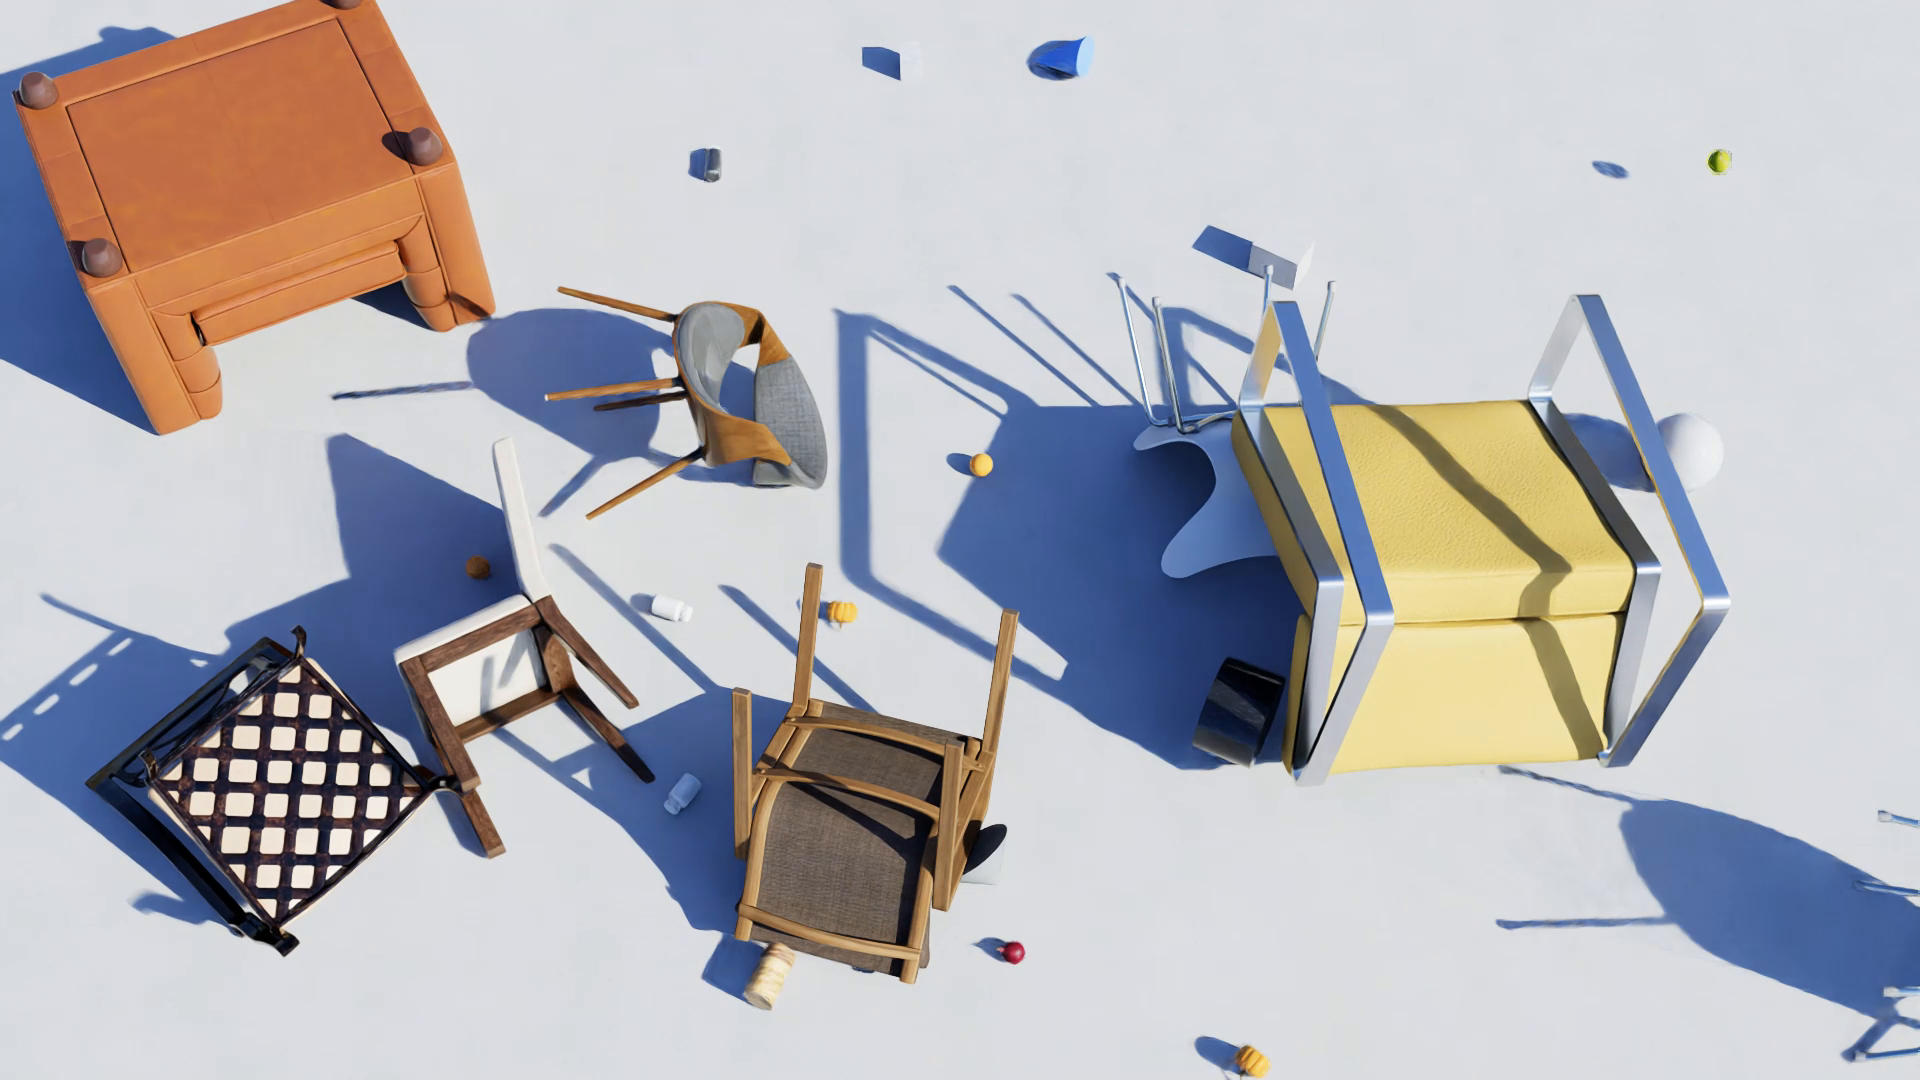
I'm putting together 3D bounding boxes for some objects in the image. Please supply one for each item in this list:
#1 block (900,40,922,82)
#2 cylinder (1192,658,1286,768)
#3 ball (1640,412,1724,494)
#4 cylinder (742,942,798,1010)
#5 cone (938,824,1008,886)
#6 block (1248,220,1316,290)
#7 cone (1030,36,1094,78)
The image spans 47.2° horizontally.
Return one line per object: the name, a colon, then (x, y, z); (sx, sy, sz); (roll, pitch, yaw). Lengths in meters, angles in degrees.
block: (-0.172, -1.662, 7.630); (0.072, 0.097, 0.095); (-2, 56, -1)
cylinder: (0.773, 0.478, 6.088); (0.168, 0.257, 0.313); (20, 25, 13)
ball: (2.167, -0.261, 6.604); (0.241, 0.241, 0.241); (0, 56, 0)
cylinder: (-0.496, 1.139, 5.745); (0.079, 0.108, 0.149); (13, 59, 27)
cone: (0.068, 0.887, 5.931); (0.231, 0.204, 0.122); (-37, 105, 0)
block: (1.039, -0.920, 7.114); (0.165, 0.129, 0.120); (28, 60, 17)
cone: (0.341, -1.677, 7.662); (0.203, 0.112, 0.236); (0, 37, 21)
